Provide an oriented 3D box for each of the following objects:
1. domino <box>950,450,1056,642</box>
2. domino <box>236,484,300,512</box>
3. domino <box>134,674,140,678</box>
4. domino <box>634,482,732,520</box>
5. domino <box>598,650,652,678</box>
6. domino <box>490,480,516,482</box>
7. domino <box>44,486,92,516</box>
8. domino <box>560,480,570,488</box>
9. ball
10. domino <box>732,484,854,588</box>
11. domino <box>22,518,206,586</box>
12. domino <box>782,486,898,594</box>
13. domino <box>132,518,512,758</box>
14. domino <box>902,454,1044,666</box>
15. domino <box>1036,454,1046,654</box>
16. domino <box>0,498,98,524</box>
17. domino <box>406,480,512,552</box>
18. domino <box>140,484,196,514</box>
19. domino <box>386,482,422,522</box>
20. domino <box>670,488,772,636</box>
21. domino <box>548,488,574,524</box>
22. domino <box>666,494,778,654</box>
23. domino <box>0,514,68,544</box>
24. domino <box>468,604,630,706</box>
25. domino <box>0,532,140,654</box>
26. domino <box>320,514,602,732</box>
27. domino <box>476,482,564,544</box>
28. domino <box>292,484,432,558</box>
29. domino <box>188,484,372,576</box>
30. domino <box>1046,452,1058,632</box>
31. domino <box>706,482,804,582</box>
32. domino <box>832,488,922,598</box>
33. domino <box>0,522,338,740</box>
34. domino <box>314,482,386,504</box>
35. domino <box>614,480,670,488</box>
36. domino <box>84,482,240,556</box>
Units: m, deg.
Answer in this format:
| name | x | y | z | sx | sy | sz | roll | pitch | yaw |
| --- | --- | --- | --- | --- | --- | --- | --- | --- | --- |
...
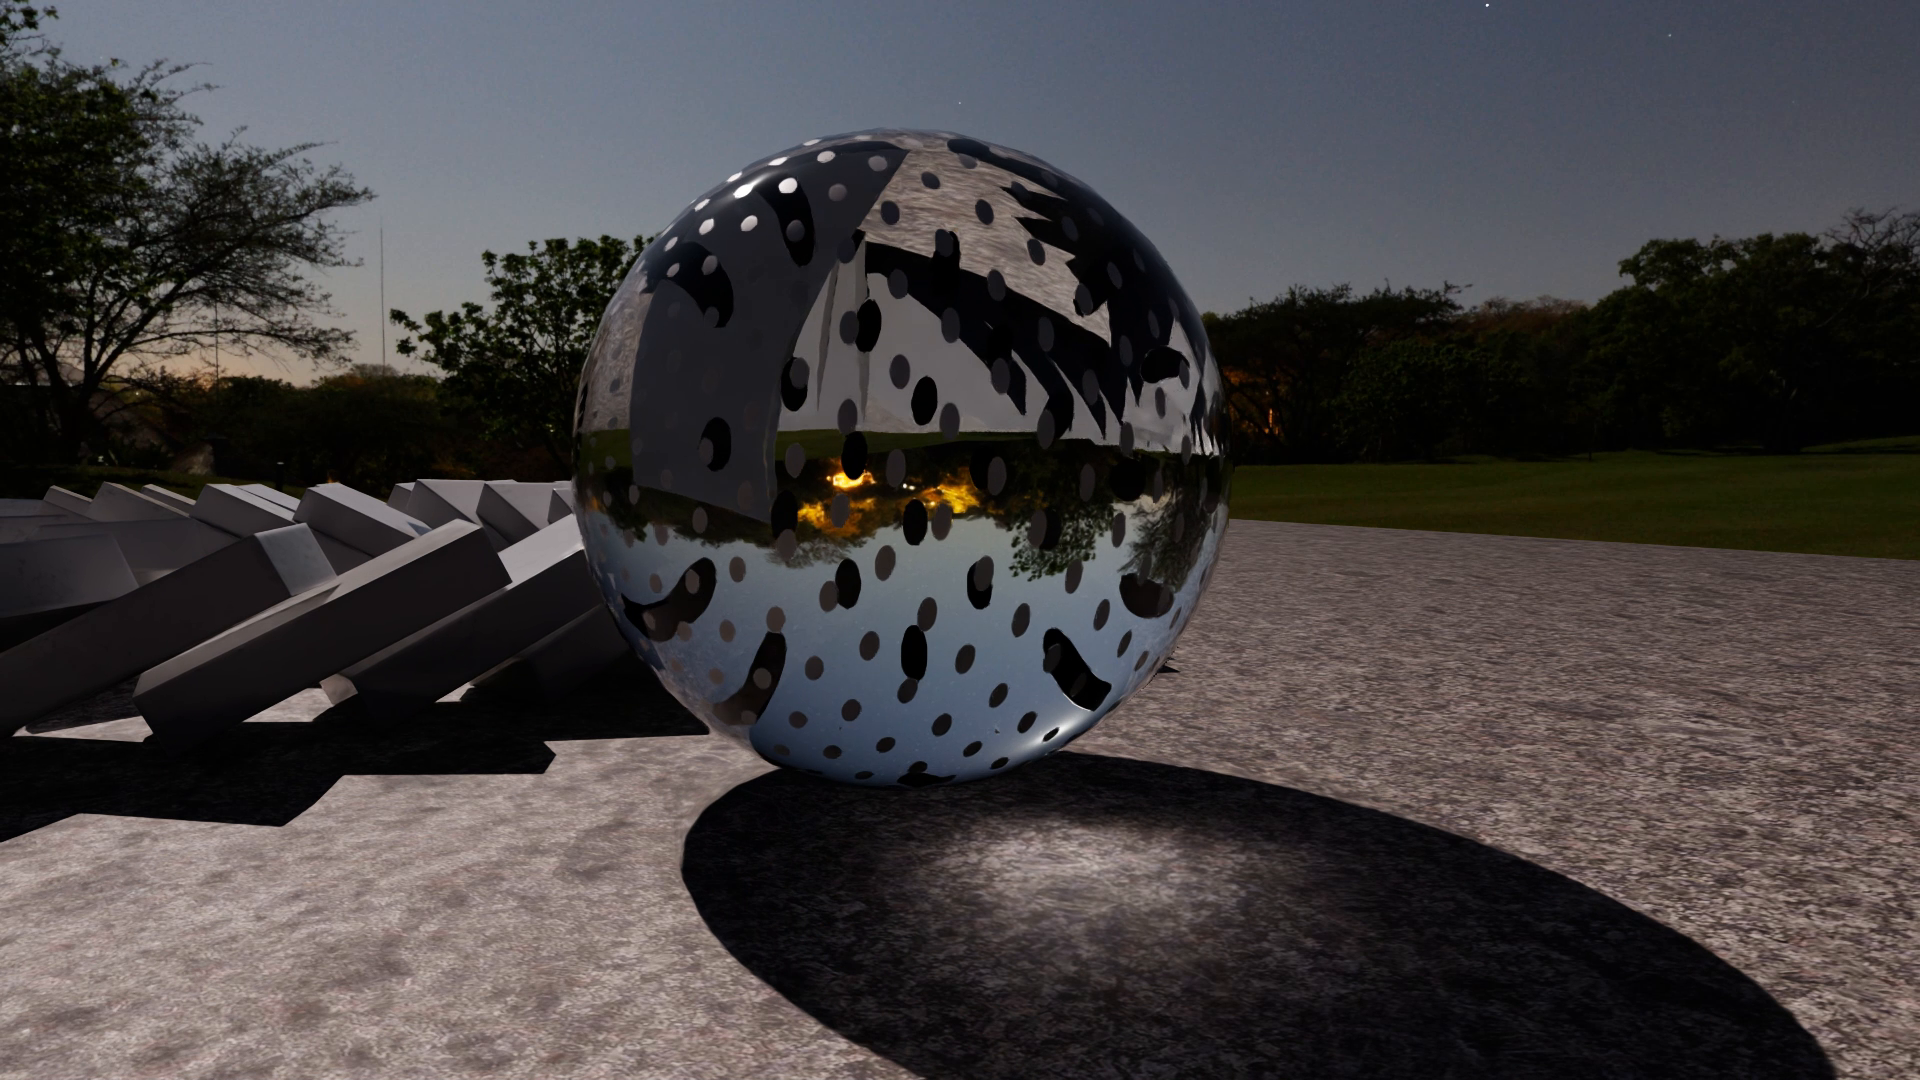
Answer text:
| name | x | y | z | sx | sy | sz | roll | pitch | yaw |
| --- | --- | --- | --- | --- | --- | --- | --- | --- | --- |
| domino | 0.008 | 0.000 | 0.290 | 0.025 | 0.009 | 0.050 | 2 | 46 | 7 |
| domino | -0.210 | -0.004 | 0.420 | 0.050 | 0.009 | 0.025 | 24 | -1 | -13 |
| domino | -0.132 | 0.020 | 0.244 | 0.050 | 0.009 | 0.025 | 0 | 4 | 2 |
| domino | -0.068 | 0.002 | 0.326 | 0.025 | 0.009 | 0.050 | 0 | 32 | -18 |
| domino | -0.055 | 0.008 | 0.254 | 0.025 | 0.010 | 0.050 | 2 | 31 | 25 |
| domino | -0.139 | -0.005 | 0.436 | 0.050 | 0.009 | 0.025 | 26 | 8 | 7 |
| domino | -0.251 | -0.002 | 0.391 | 0.050 | 0.009 | 0.025 | 27 | -11 | -31 |
| domino | -0.113 | -0.005 | 0.435 | 0.050 | 0.009 | 0.025 | 29 | 15 | 21 |
| ball | -0.007 | -0.009 | 0.160 | 0.080 | 0.080 | 0.080 | 0 | 4 | 0 |
| domino | -0.049 | -0.002 | 0.402 | 0.025 | 0.009 | 0.050 | -4 | 31 | -46 |
| domino | -0.164 | 0.010 | 0.236 | 0.050 | 0.009 | 0.025 | -25 | -10 | 30 |
| domino | -0.031 | -0.001 | 0.387 | 0.025 | 0.009 | 0.050 | -3 | 30 | -40 |
| domino | -0.095 | 0.013 | 0.193 | 0.050 | 0.009 | 0.025 | -31 | 18 | -24 |
| domino | 0.004 | 0.003 | 0.262 | 0.025 | 0.009 | 0.050 | 0 | 46 | 6 |
| domino | 0.005 | 0.002 | 0.276 | 0.025 | 0.009 | 0.050 | 0 | 46 | 6 |
| domino | -0.209 | 0.004 | 0.314 | 0.025 | 0.010 | 0.050 | 2 | -20 | 26 |
| domino | -0.131 | -0.001 | 0.366 | 0.050 | 0.009 | 0.025 | 32 | 15 | 22 |
| domino | -0.232 | -0.003 | 0.405 | 0.050 | 0.009 | 0.025 | 26 | -8 | -26 |
| domino | -0.164 | -0.005 | 0.432 | 0.050 | 0.009 | 0.025 | 24 | 3 | -5 |
| domino | -0.059 | 0.004 | 0.303 | 0.025 | 0.010 | 0.050 | 1 | 31 | -3 |
| domino | -0.088 | 0.002 | 0.342 | 0.025 | 0.010 | 0.050 | -4 | 32 | -42 |
| domino | -0.057 | 0.006 | 0.280 | 0.025 | 0.009 | 0.050 | 0 | 31 | 4 |
| domino | -0.189 | 0.009 | 0.247 | 0.025 | 0.009 | 0.050 | -4 | -19 | -39 |
| domino | -0.063 | 0.010 | 0.231 | 0.025 | 0.009 | 0.050 | 5 | 32 | 40 |
| domino | -0.140 | 0.015 | 0.170 | 0.050 | 0.009 | 0.025 | -25 | 2 | 6 |
| domino | -0.078 | 0.012 | 0.211 | 0.050 | 0.010 | 0.025 | -35 | 25 | -34 |
| domino | -0.109 | 0.000 | 0.357 | 0.050 | 0.009 | 0.025 | 34 | 20 | 29 |
| domino | -0.157 | 0.000 | 0.360 | 0.050 | 0.009 | 0.025 | 26 | 2 | -6 |
| domino | -0.181 | 0.000 | 0.353 | 0.050 | 0.009 | 0.025 | 27 | -6 | -16 |
| domino | 0.010 | -0.001 | 0.304 | 0.025 | 0.010 | 0.050 | 1 | 46 | 6 |
| domino | -0.069 | -0.003 | 0.416 | 0.050 | 0.010 | 0.025 | 33 | 22 | 31 |
| domino | -0.014 | 0.001 | 0.367 | 0.025 | 0.010 | 0.050 | -3 | 29 | -34 |
| domino | -0.116 | 0.014 | 0.178 | 0.050 | 0.010 | 0.025 | -28 | 9 | -9 |
| domino | -0.188 | -0.004 | 0.426 | 0.050 | 0.009 | 0.025 | 24 | -1 | -12 |
| domino | -0.090 | -0.004 | 0.427 | 0.050 | 0.010 | 0.025 | 31 | 19 | 27 |
| domino | -0.202 | 0.000 | 0.341 | 0.050 | 0.010 | 0.025 | 28 | -11 | -23 |
